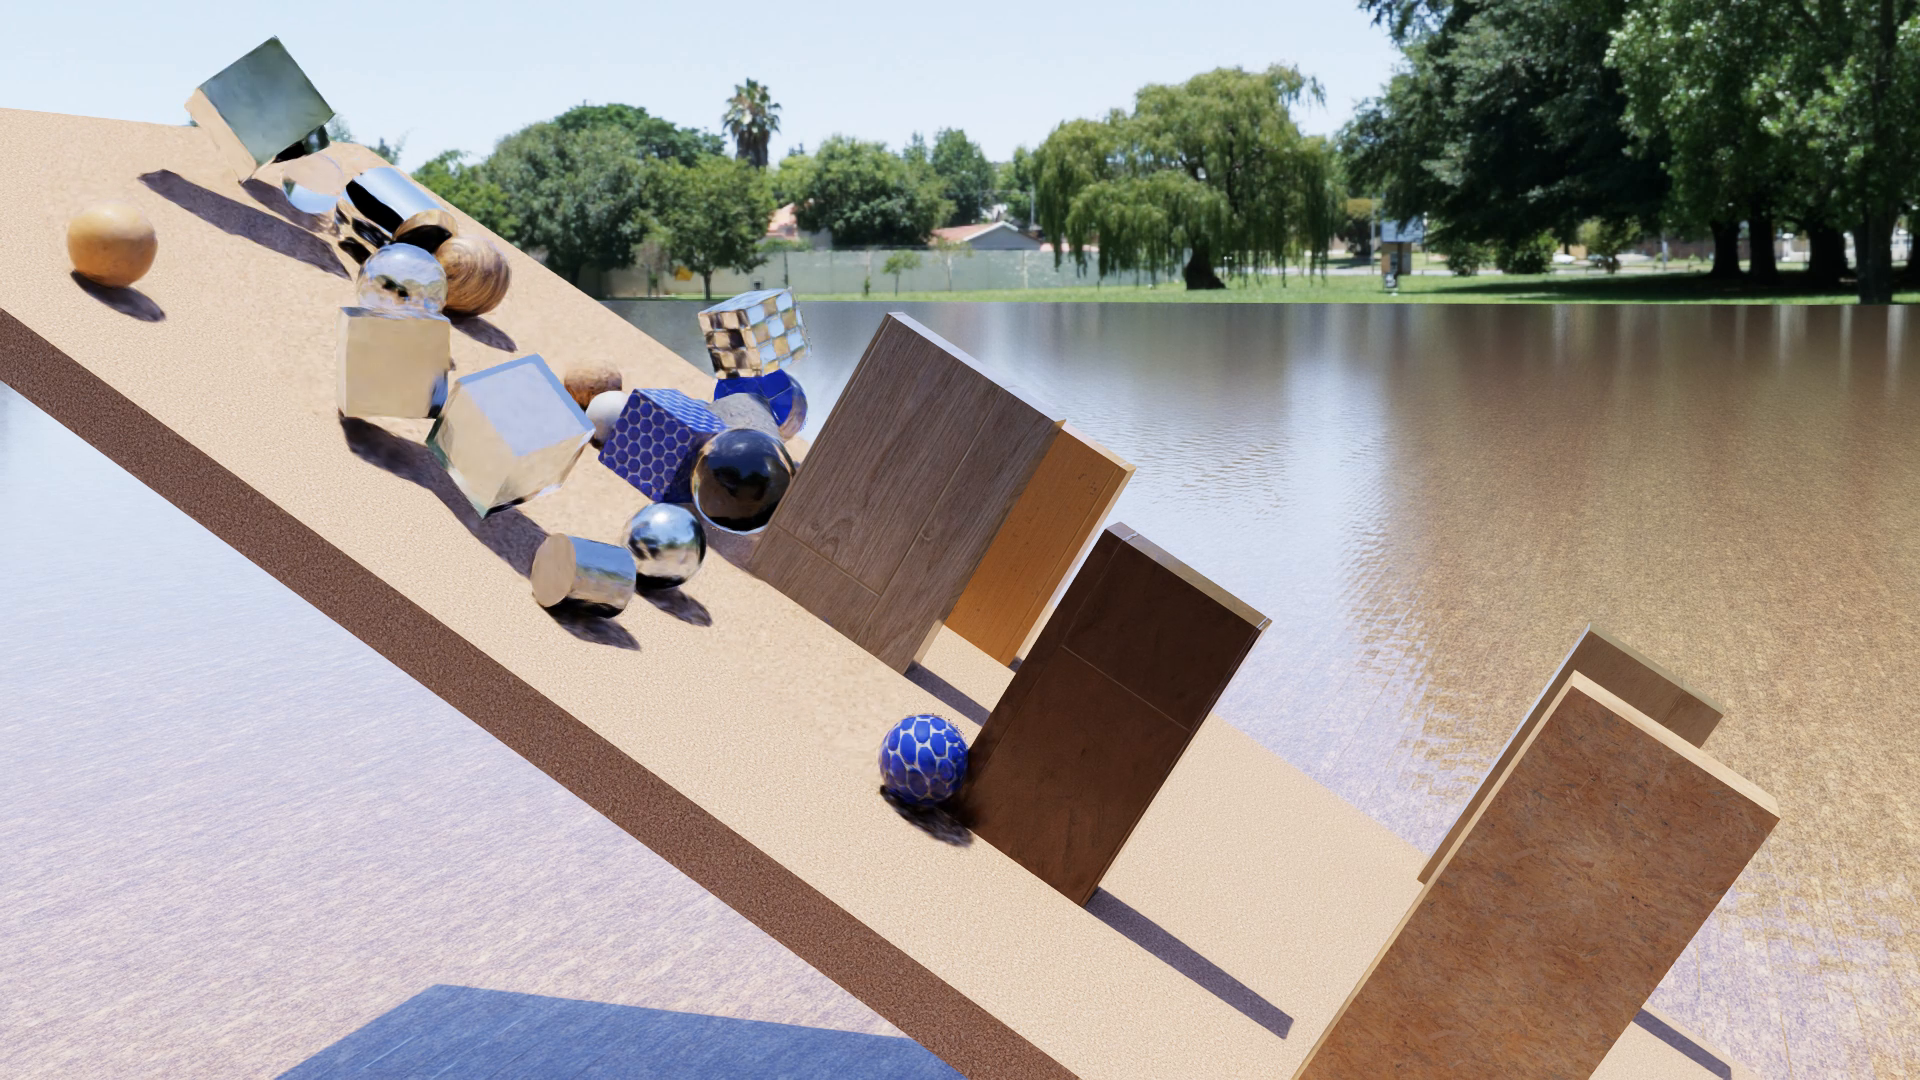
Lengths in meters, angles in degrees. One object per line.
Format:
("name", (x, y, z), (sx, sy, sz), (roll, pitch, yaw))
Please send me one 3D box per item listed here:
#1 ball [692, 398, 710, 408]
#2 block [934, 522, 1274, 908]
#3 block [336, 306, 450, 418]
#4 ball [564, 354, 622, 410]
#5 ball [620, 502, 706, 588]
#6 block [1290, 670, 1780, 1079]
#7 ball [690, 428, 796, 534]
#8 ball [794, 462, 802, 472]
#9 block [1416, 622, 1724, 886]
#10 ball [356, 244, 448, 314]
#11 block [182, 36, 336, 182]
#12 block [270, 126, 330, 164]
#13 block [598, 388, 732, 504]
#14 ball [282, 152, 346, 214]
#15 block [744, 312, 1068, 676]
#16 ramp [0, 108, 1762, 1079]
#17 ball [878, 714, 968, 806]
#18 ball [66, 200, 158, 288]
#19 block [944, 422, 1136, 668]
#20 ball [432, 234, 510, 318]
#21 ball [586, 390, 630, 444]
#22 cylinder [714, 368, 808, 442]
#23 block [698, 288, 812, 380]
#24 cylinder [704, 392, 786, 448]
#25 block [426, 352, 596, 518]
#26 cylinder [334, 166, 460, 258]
("ball", (-0.557, -0.243, 4.607), (0.109, 0.109, 0.109), (0, 7, 0))
("block", (0.229, 0.282, 3.560), (0.294, 0.547, 0.107), (34, 15, 11))
("block", (-0.957, -0.300, 3.706), (0.165, 0.165, 0.165), (0, 11, -21))
("ball", (-0.746, -0.319, 4.474), (0.117, 0.117, 0.117), (0, 7, 0))
("ball", (-0.511, 0.010, 3.789), (0.149, 0.149, 0.149), (0, 7, 0))
("block", (0.810, 0.606, 3.182), (0.327, 0.776, 0.125), (34, 15, 11))
("ball", (-0.414, -0.113, 4.204), (0.205, 0.205, 0.205), (0, 7, 0))
("ball", (-0.351, -0.104, 4.532), (0.120, 0.120, 0.120), (0, 7, 0))
("block", (1.269, 0.529, 4.595), (0.312, 0.643, 0.116), (34, 15, 11))
("ball", (-1.080, -0.488, 4.261), (0.173, 0.173, 0.173), (0, 7, 0))
("block", (-1.404, -0.862, 4.404), (0.187, 0.187, 0.187), (-42, 17, -22))
("block", (-1.419, -0.864, 4.614), (0.122, 0.122, 0.122), (-9, 18, 12))
("block", (-0.568, -0.184, 4.283), (0.162, 0.162, 0.162), (35, 15, 18))
("ball", (-1.370, -0.756, 4.662), (0.129, 0.129, 0.129), (0, 7, 0))
("block", (-0.107, -0.086, 4.087), (0.371, 0.559, 0.089), (34, 15, 11))
("ramp", (-0.162, 0.268, 4.117), (4.000, 0.100, 2.000), (34, 15, 11))
("ball", (-0.059, 0.355, 3.540), (0.146, 0.146, 0.146), (0, 7, 0))
("ball", (-1.419, -0.496, 3.683), (0.143, 0.143, 0.143), (0, 7, 0))
("block", (0.060, -0.054, 4.473), (0.407, 0.475, 0.083), (34, 15, 11))
("ball", (-1.024, -0.550, 4.580), (0.171, 0.171, 0.171), (0, 7, 0))
("ball", (-0.685, -0.239, 4.344), (0.111, 0.111, 0.111), (0, 7, 0))
("cylinder", (-0.428, -0.296, 4.736), (0.170, 0.170, 0.170), (1, -4, 6))
("block", (-0.420, -0.422, 4.491), (0.142, 0.142, 0.142), (0, 23, 42))
("cylinder", (-0.438, -0.184, 4.434), (0.163, 0.163, 0.163), (-19, -24, -9))
("block", (-0.746, -0.174, 3.646), (0.169, 0.169, 0.169), (-26, -18, -46))
("cylinder", (-1.178, -0.657, 4.602), (0.182, 0.182, 0.182), (38, 26, 27))
